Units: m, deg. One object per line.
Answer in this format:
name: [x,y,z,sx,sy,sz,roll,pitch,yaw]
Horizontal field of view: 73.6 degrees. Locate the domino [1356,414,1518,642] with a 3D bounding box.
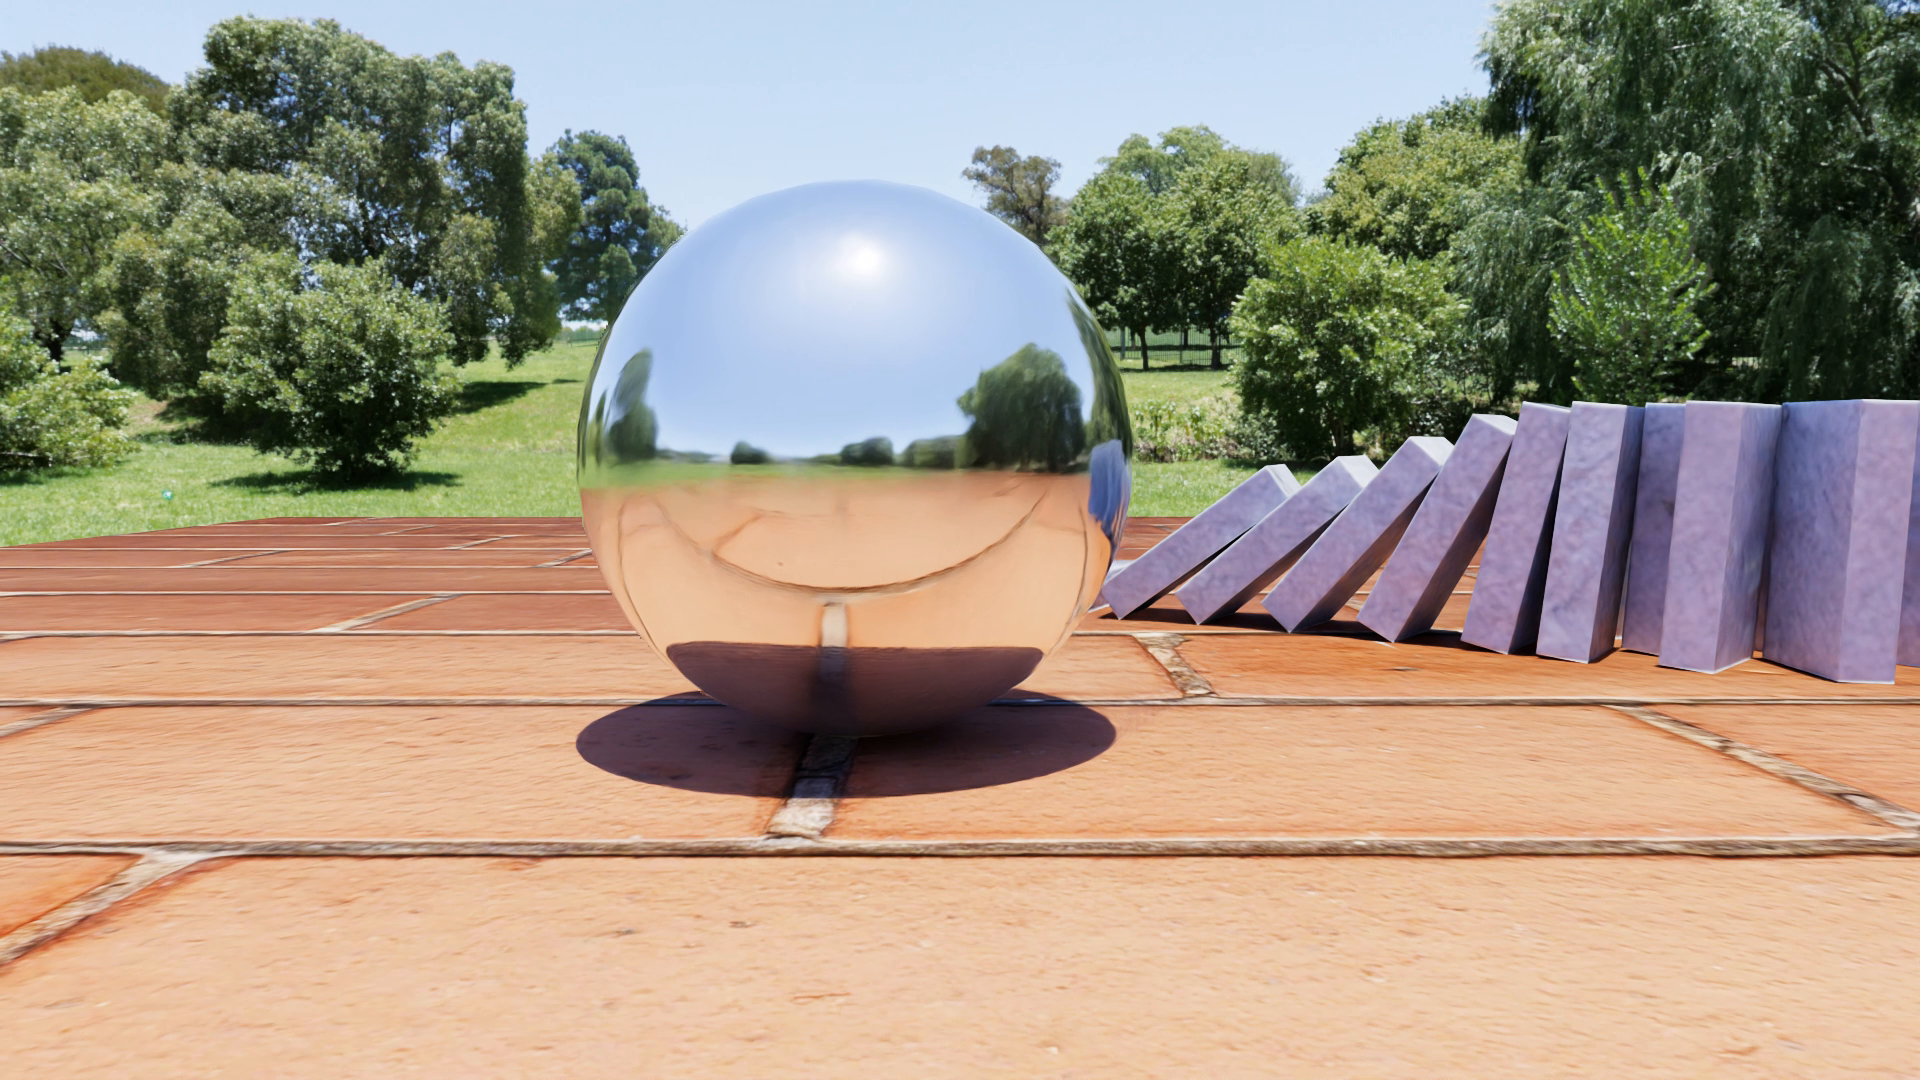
domino: [0.106,-0.003,0.278,0.010,0.050,0.025,36,24,30]

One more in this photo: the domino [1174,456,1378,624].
domino: [0.076,0.000,0.302,0.050,0.009,0.025,-44,-18,26]

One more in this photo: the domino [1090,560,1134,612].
domino: [0.029,0.012,0.346,0.025,0.010,0.050,2,5,25]

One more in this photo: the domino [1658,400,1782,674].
domino: [0.146,-0.001,0.246,0.025,0.050,0.010,-4,9,-44]

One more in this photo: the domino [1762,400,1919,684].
domino: [0.163,-0.001,0.238,0.010,0.050,0.025,2,5,4]

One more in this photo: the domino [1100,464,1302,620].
domino: [0.059,0.000,0.313,0.050,0.009,0.025,-38,-11,22]

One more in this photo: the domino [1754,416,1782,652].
domino: [0.171,-0.002,0.258,0.010,0.050,0.025,-1,4,-20]

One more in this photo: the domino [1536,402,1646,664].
domino: [0.127,-0.002,0.258,0.010,0.050,0.025,11,10,36]

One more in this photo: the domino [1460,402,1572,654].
domino: [0.119,-0.003,0.267,0.010,0.050,0.025,18,14,35]

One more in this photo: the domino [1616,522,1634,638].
domino: [0.140,-0.004,0.283,0.025,0.050,0.010,-1,4,-7]

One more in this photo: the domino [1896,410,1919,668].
domino: [0.188,-0.001,0.244,0.009,0.050,0.025,-2,5,-26]

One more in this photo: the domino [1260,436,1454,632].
domino: [0.092,-0.001,0.290,0.010,0.050,0.025,48,29,23]

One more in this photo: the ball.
ball: [-0.015,-0.012,0.188,0.080,0.080,0.080,0,4,0]

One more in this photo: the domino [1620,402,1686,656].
domino: [0.149,-0.003,0.263,0.025,0.050,0.010,-2,8,-33]
